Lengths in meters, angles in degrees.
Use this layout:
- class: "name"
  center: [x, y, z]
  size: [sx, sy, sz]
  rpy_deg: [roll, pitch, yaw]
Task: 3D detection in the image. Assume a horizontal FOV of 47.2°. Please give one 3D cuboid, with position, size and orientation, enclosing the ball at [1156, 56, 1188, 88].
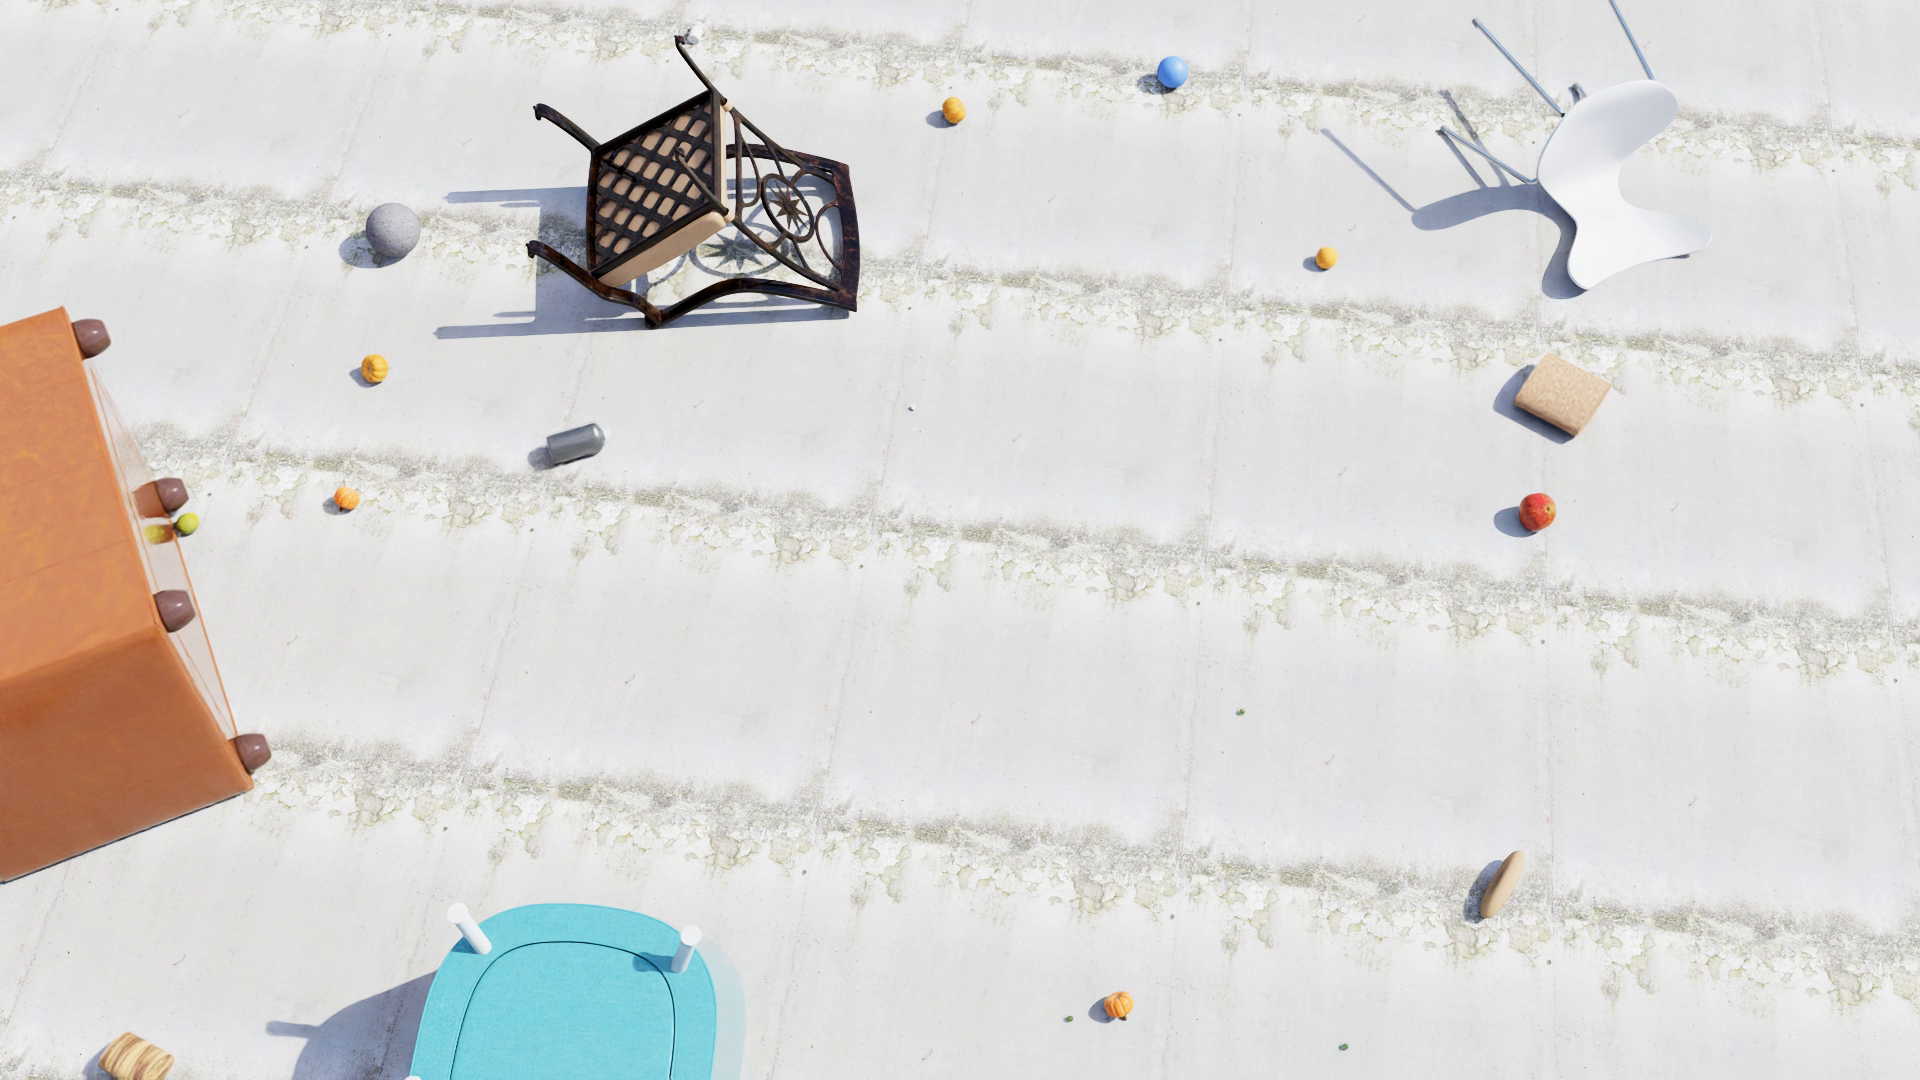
- class: "ball"
  center: [0.735, -1.616, 7.593]
  size: [0.109, 0.109, 0.109]
  rpy_deg: [0, 56, 0]

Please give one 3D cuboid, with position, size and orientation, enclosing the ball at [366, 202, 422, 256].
- class: "ball"
  center: [-1.842, -1.009, 7.145]
  size: [0.176, 0.176, 0.176]
  rpy_deg: [0, 56, 0]

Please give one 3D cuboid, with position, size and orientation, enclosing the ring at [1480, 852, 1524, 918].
- class: "ring"
  center: [1.456, 0.925, 5.903]
  size: [0.045, 0.089, 0.221]
  rpy_deg: [36, 67, 0]

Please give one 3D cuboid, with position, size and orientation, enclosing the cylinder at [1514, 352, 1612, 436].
- class: "cylinder"
  center: [1.869, -0.453, 6.821]
  size: [0.217, 0.094, 0.235]
  rpy_deg: [31, 62, 19]
